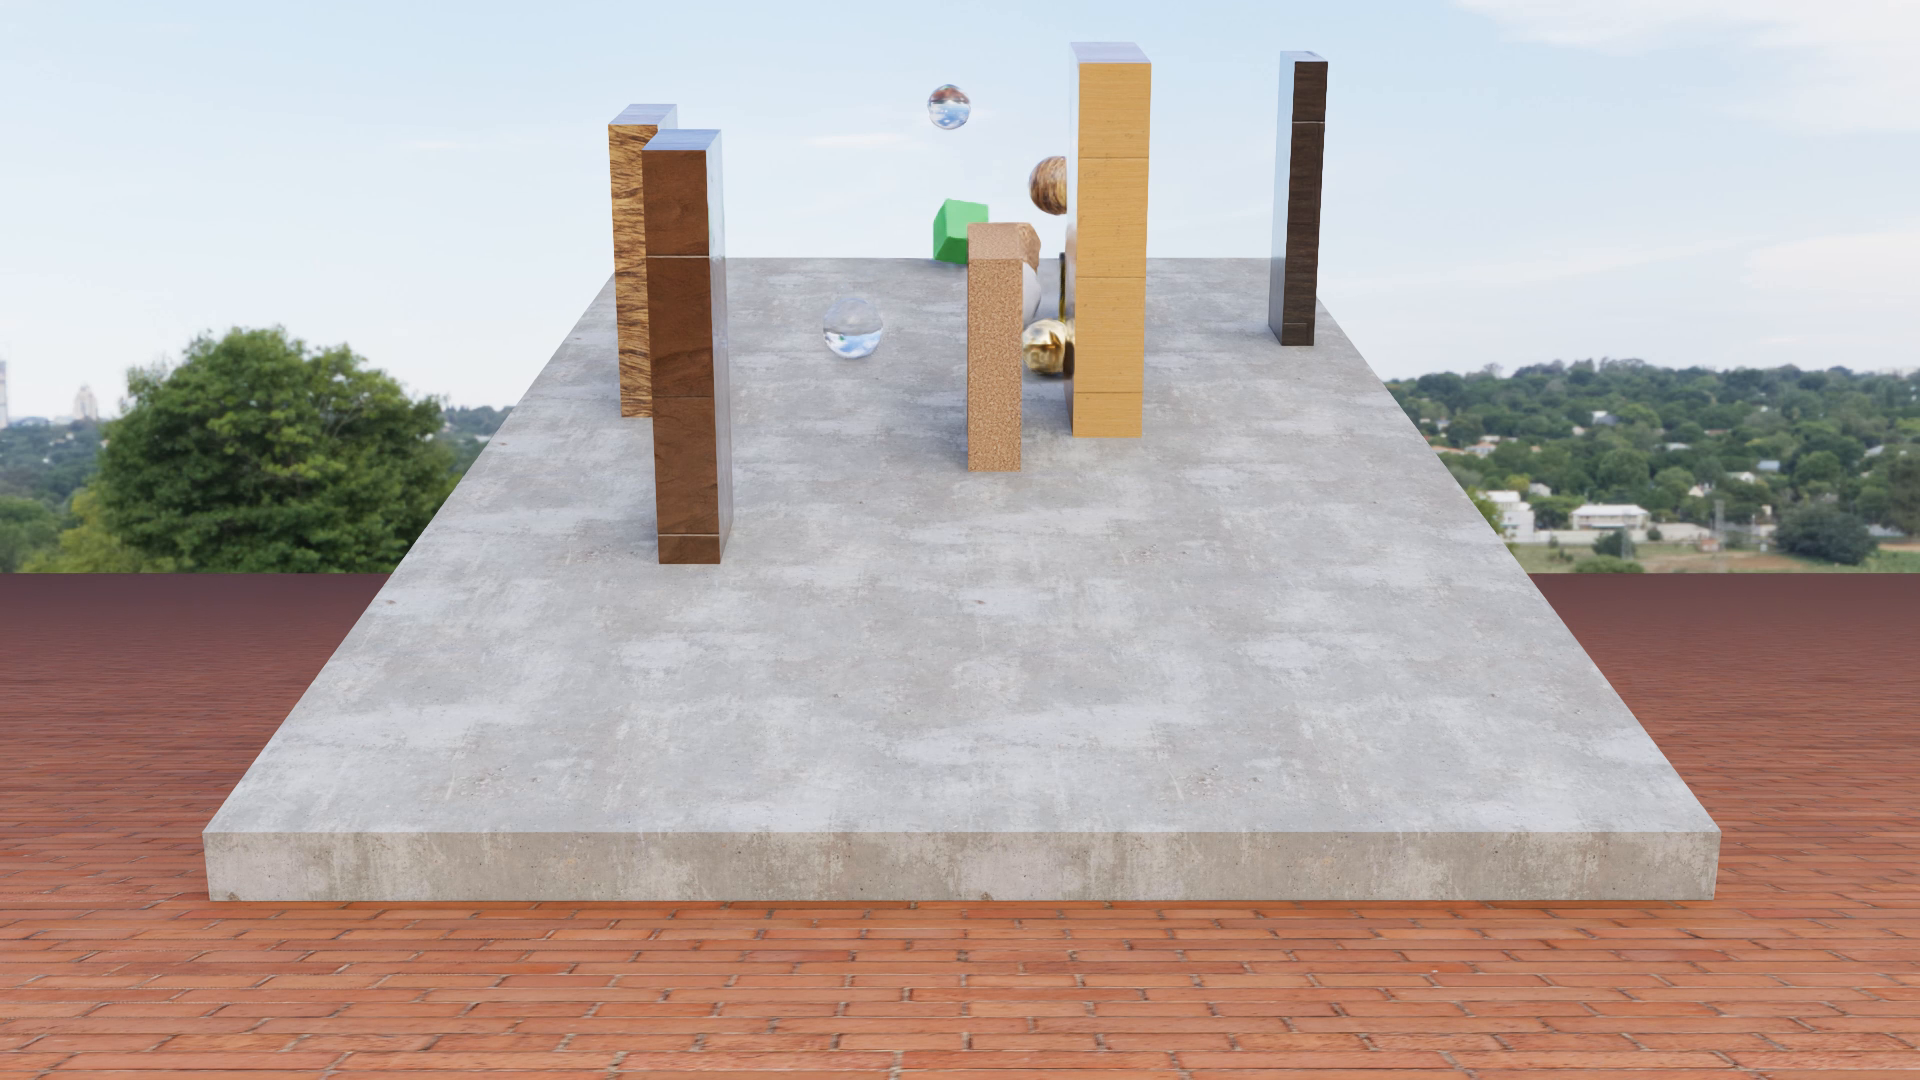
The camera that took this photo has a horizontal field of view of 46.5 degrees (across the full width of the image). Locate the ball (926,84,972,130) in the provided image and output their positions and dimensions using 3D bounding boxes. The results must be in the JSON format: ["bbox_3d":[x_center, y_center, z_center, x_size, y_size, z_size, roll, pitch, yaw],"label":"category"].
[{"bbox_3d":[-0.030,-1.184,6.122,0.122,0.122,0.122,0,-1,0],"label":"ball"}]

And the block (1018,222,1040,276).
[{"bbox_3d":[0.139,-0.758,5.894,0.114,0.114,0.114,1,-19,17],"label":"block"}]

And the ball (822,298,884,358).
[{"bbox_3d":[-0.263,-0.519,5.480,0.149,0.149,0.149,0,-1,0],"label":"ball"}]

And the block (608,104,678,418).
[{"bbox_3d":[-0.698,-0.633,5.030,0.106,0.644,0.356,0,18,0],"label":"block"}]

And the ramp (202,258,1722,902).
[{"bbox_3d":[-0.004,-0.187,4.862,2.000,0.100,4.000,0,18,0],"label":"ramp"}]

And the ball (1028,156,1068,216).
[{"bbox_3d":[0.272,-0.990,6.246,0.166,0.166,0.166,0,-1,0],"label":"ball"}]

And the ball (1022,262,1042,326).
[{"bbox_3d":[0.115,-0.638,5.781,0.190,0.190,0.190,0,-1,0],"label":"ball"}]

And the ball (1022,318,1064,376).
[{"bbox_3d":[0.209,-0.460,5.324,0.134,0.134,0.134,0,-1,0],"label":"ball"}]

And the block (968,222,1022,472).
[{"bbox_3d":[0.070,-0.411,4.683,0.107,0.438,0.410,0,18,0],"label":"block"}]

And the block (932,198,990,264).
[{"bbox_3d":[0.003,-0.900,6.551,0.131,0.131,0.131,6,-26,-16],"label":"block"}]

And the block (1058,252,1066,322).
[{"bbox_3d":[0.345,-0.660,5.887,0.167,0.167,0.167,0,18,1],"label":"block"}]

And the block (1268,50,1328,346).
[{"bbox_3d":[0.850,-0.862,5.642,0.081,0.705,0.251,0,18,0],"label":"block"}]

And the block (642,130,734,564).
[{"bbox_3d":[-0.483,-0.347,4.004,0.109,0.735,0.263,0,18,0],"label":"block"}]

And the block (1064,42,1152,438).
[{"bbox_3d":[0.316,-0.662,4.886,0.147,0.791,0.426,0,18,0],"label":"block"}]
